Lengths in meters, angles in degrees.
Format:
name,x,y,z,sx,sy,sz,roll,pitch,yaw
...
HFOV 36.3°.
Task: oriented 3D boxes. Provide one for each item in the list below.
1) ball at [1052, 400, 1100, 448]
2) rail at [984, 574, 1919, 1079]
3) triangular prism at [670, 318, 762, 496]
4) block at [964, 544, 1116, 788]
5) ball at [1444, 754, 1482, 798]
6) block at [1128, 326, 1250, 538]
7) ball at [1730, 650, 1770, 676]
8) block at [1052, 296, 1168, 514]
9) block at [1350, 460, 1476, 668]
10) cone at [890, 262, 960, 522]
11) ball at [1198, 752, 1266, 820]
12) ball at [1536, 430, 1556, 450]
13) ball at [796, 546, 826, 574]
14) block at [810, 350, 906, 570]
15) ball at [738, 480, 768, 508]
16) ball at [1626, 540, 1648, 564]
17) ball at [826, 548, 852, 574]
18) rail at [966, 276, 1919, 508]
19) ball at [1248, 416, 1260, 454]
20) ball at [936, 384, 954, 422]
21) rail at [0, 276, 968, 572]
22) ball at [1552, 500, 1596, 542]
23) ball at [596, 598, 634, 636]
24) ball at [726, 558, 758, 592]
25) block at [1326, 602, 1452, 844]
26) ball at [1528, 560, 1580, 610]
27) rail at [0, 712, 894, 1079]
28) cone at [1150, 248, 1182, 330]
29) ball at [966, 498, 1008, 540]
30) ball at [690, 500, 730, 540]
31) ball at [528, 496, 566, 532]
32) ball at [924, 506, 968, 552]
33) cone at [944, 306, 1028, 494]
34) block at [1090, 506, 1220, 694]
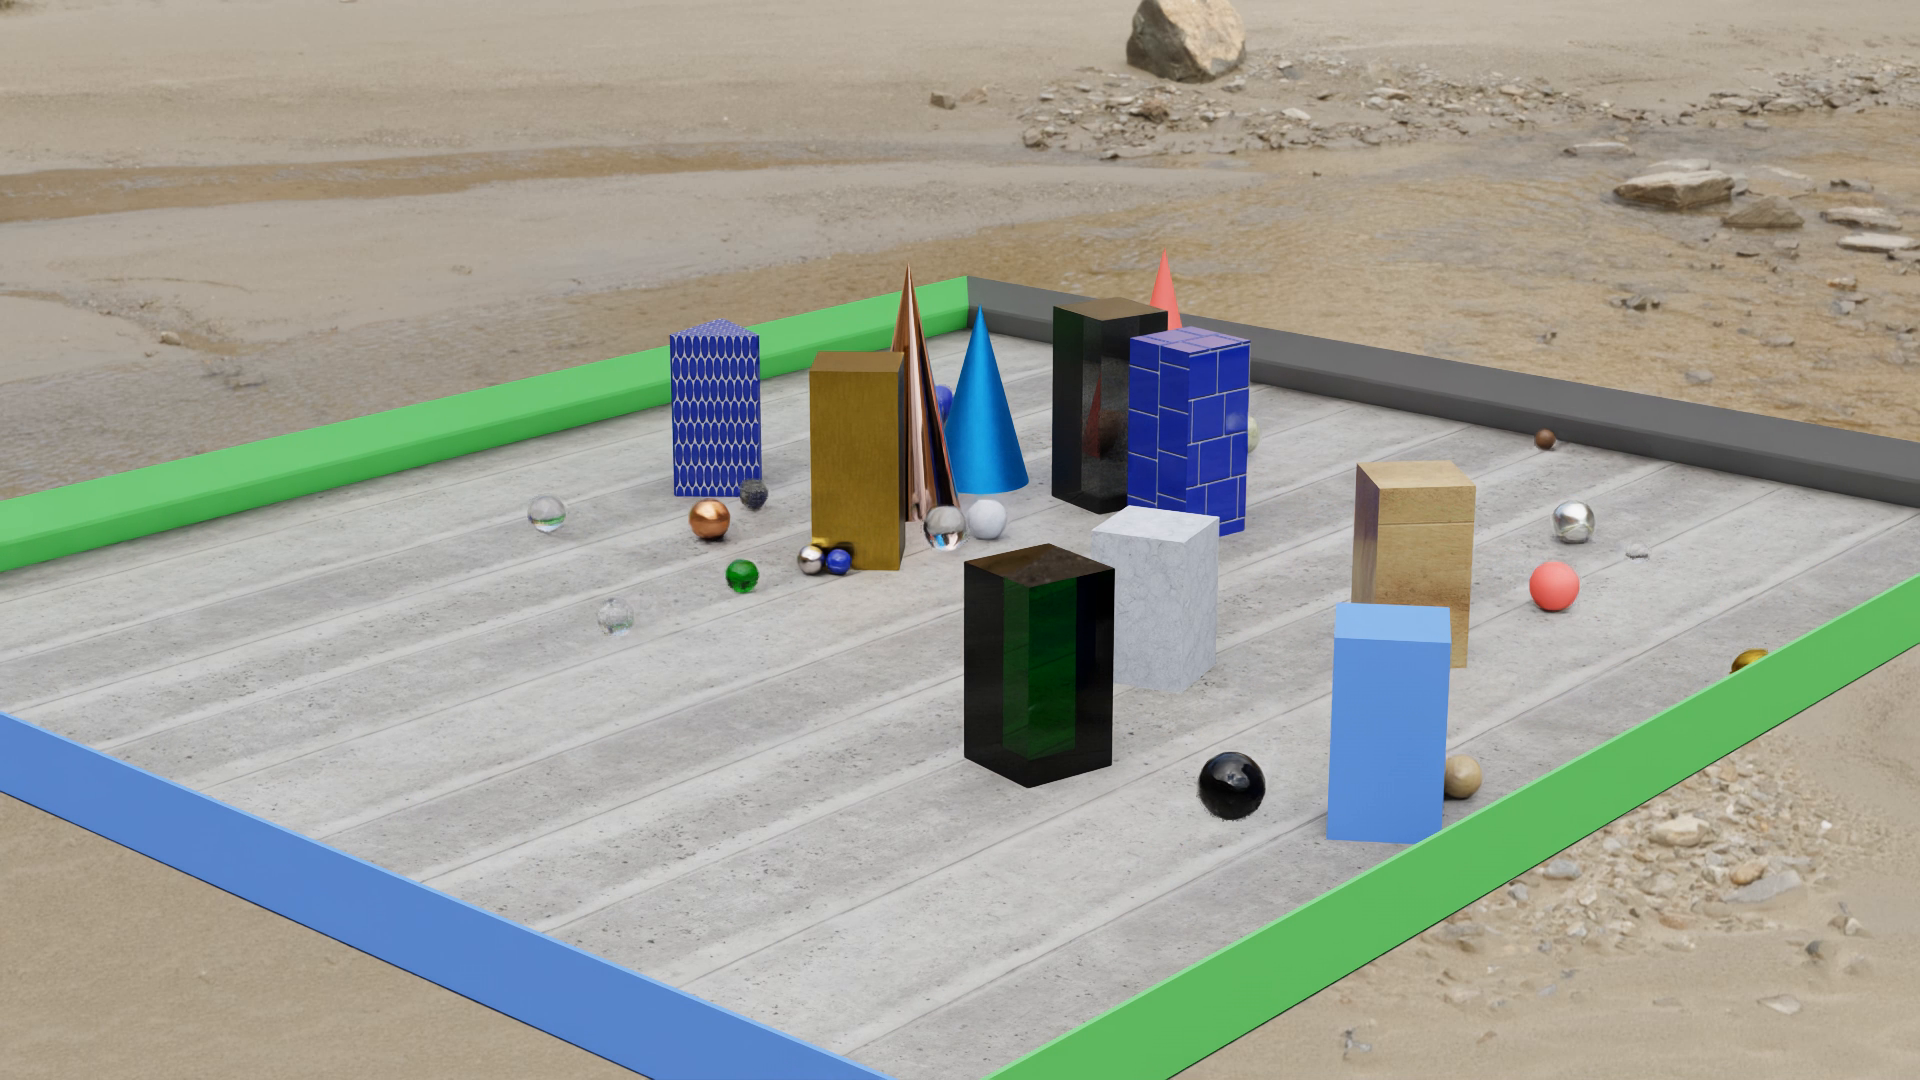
name,x,y,z,sx,sy,sz,roll,pitch,yaw
ball,0.240,-0.241,6.080,0.098,0.098,0.098,0,17,0
rail,1.027,0.289,4.266,0.045,0.127,3.238,14,22,39
triangular prism,-0.472,-0.261,5.758,0.170,0.322,0.147,0,17,1
block,0.115,0.183,4.314,0.157,0.306,0.157,-12,20,-34
ball,0.720,0.340,4.215,0.063,0.063,0.063,0,17,0
block,0.425,-0.196,5.467,0.157,0.366,0.157,-14,22,-38
ball,1.252,0.212,4.607,0.081,0.081,0.081,0,17,0
block,0.288,-0.261,5.659,0.157,0.379,0.157,-11,20,-32
block,0.737,0.040,4.785,0.157,0.307,0.157,-2,17,-6
cone,-0.097,-0.295,5.588,0.196,0.486,0.196,0,17,0
ball,0.383,0.346,4.135,0.096,0.096,0.096,0,17,0
ball,1.212,-0.208,6.069,0.041,0.041,0.041,0,17,0
ball,-0.266,0.035,5.242,0.053,0.053,0.053,0,17,0
block,-0.183,-0.144,5.293,0.157,0.366,0.157,1,17,3
ball,-0.398,-0.088,5.647,0.056,0.056,0.056,0,17,0
ball,1.226,0.022,5.308,0.041,0.041,0.041,0,17,0
ball,-0.217,0.039,5.242,0.046,0.046,0.046,0,17,0
rail,1.046,-0.316,6.273,2.769,0.127,0.045,14,22,39
ball,0.568,-0.215,6.004,0.093,0.093,0.093,0,17,0
ball,-0.050,-0.291,6.273,0.082,0.082,0.082,0,17,0
rail,-1.027,-0.226,5.974,0.045,0.127,3.238,14,22,39
ball,1.135,-0.035,5.428,0.079,0.079,0.079,0,17,0
ball,-0.577,0.129,4.914,0.063,0.063,0.063,0,17,0
ball,-0.382,0.062,5.142,0.059,0.059,0.059,0,17,0
block,0.598,0.255,4.092,0.157,0.296,0.157,2,17,8
ball,1.022,0.079,5.040,0.086,0.086,0.086,0,17,0
rail,-1.046,0.380,3.967,2.769,0.127,0.045,14,22,39
cone,0.419,-0.402,6.065,0.196,0.415,0.196,0,17,0
ball,0.050,-0.039,5.449,0.075,0.075,0.075,0,17,0
ball,-0.464,-0.038,5.444,0.076,0.076,0.076,0,17,0
ball,-0.775,-0.050,5.498,0.068,0.068,0.068,0,17,0
ball,-0.026,-0.021,5.375,0.084,0.084,0.084,0,17,0
cone,0.039,-0.291,5.791,0.196,0.361,0.196,0,17,0
block,0.312,0.093,4.707,0.157,0.250,0.157,8,18,24
